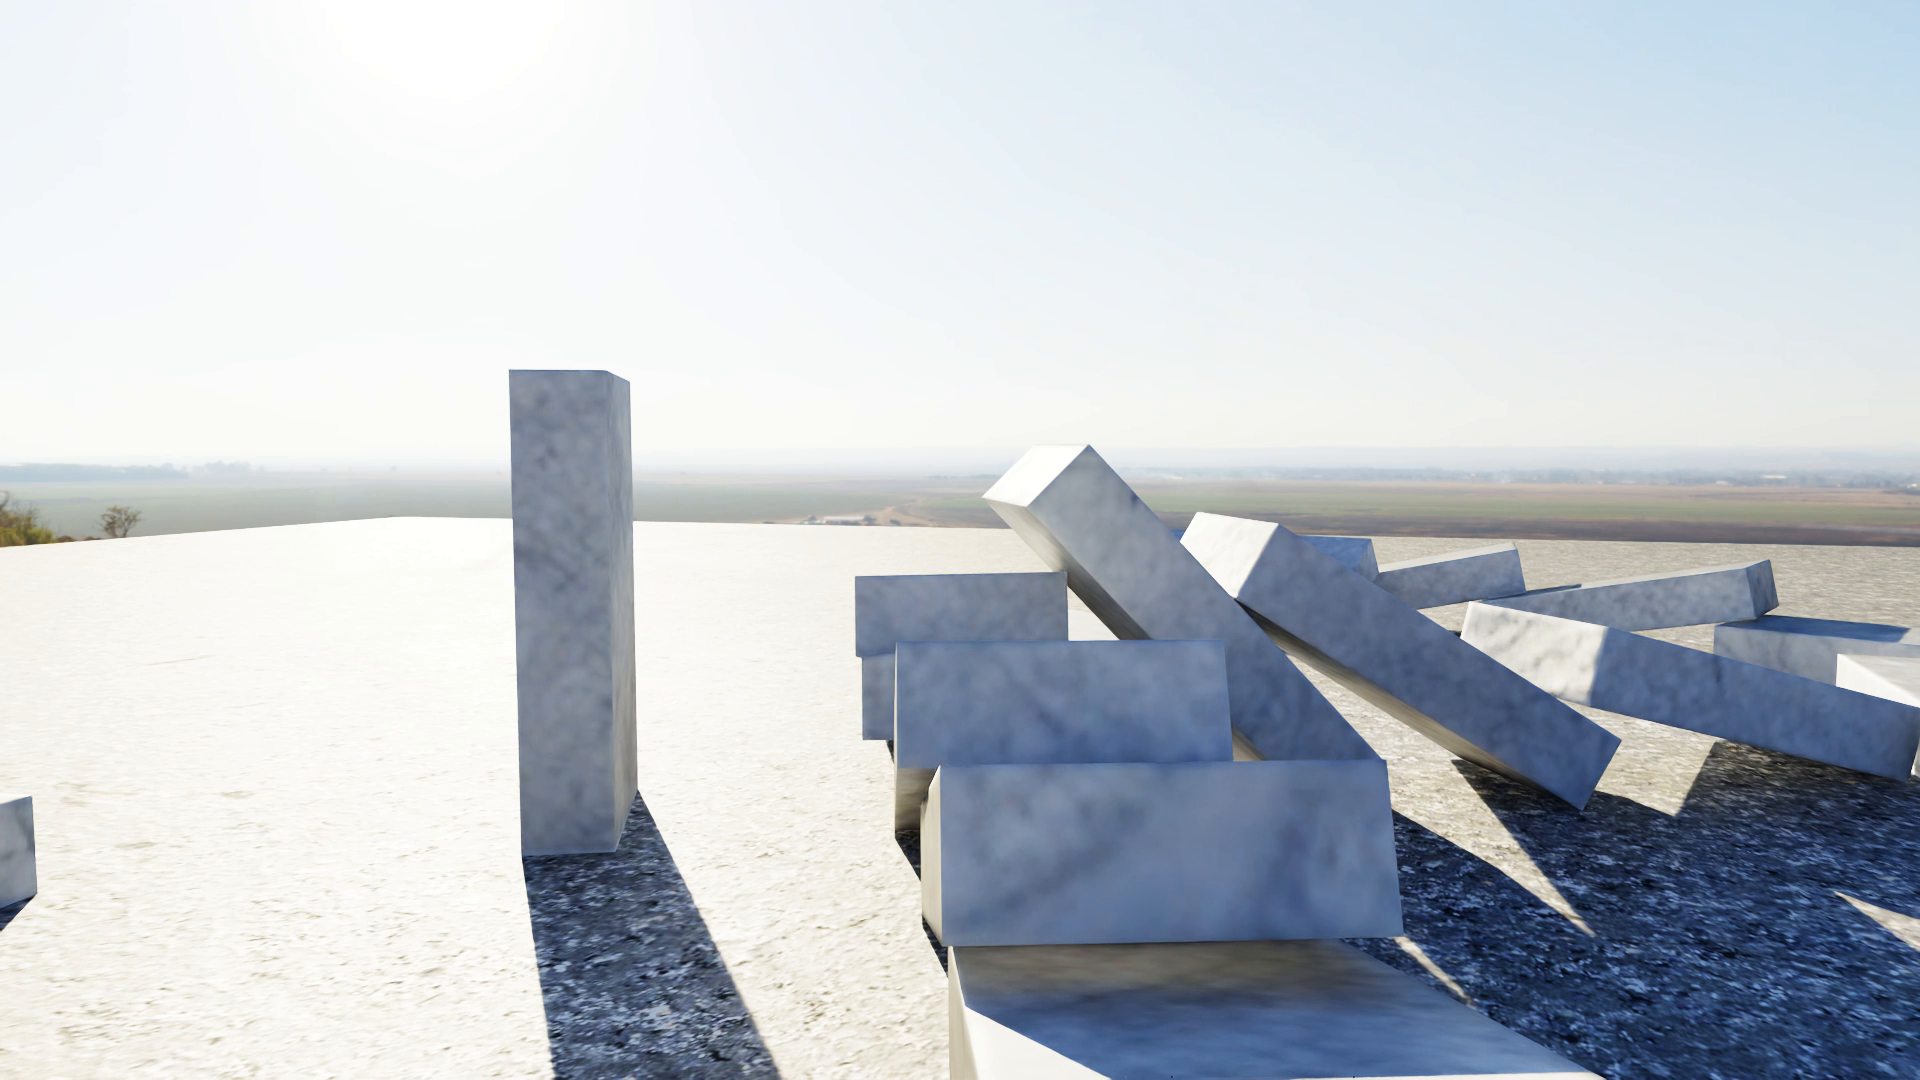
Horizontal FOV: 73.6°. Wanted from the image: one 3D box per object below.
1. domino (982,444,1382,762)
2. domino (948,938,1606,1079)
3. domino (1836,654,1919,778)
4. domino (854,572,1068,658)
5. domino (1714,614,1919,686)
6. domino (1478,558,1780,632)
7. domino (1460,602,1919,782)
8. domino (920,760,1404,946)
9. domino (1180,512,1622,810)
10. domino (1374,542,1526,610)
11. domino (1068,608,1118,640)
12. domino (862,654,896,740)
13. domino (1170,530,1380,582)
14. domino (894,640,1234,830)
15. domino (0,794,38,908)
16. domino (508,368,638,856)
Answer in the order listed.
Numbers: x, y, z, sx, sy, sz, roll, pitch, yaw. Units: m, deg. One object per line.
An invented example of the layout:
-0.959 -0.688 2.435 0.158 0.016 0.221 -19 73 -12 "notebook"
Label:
0.025 0.010 0.152 0.010 0.050 0.025 -45 10 -4 "domino"
0.013 0.028 0.063 0.025 0.010 0.050 0 -7 -3 "domino"
0.140 0.025 0.175 0.025 0.010 0.050 2 5 22 "domino"
0.001 0.012 0.175 0.025 0.010 0.050 -1 -7 1 "domino"
0.163 0.021 0.223 0.025 0.009 0.050 -4 6 -42 "domino"
0.135 0.013 0.262 0.050 0.010 0.025 -12 -5 41 "domino"
0.094 0.019 0.167 0.050 0.010 0.025 14 1 -16 "domino"
0.010 0.023 0.094 0.025 0.010 0.050 0 -14 -3 "domino"
0.051 0.014 0.157 0.050 0.009 0.025 31 -1 -11 "domino"
0.101 0.010 0.294 0.050 0.010 0.025 -12 -1 22 "domino"
0.019 0.020 0.240 0.025 0.009 0.050 -3 5 -32 "domino"
0.001 0.020 0.167 0.025 0.010 0.050 -1 -7 0 "domino"
0.065 0.010 0.289 0.050 0.010 0.025 3 40 38 "domino"
0.006 0.020 0.120 0.025 0.010 0.050 0 -18 -3 "domino"
-0.104 0.030 0.099 0.025 0.010 0.050 1 4 9 "domino"
-0.043 0.007 0.144 0.010 0.050 0.025 -1 4 -9 "domino"
